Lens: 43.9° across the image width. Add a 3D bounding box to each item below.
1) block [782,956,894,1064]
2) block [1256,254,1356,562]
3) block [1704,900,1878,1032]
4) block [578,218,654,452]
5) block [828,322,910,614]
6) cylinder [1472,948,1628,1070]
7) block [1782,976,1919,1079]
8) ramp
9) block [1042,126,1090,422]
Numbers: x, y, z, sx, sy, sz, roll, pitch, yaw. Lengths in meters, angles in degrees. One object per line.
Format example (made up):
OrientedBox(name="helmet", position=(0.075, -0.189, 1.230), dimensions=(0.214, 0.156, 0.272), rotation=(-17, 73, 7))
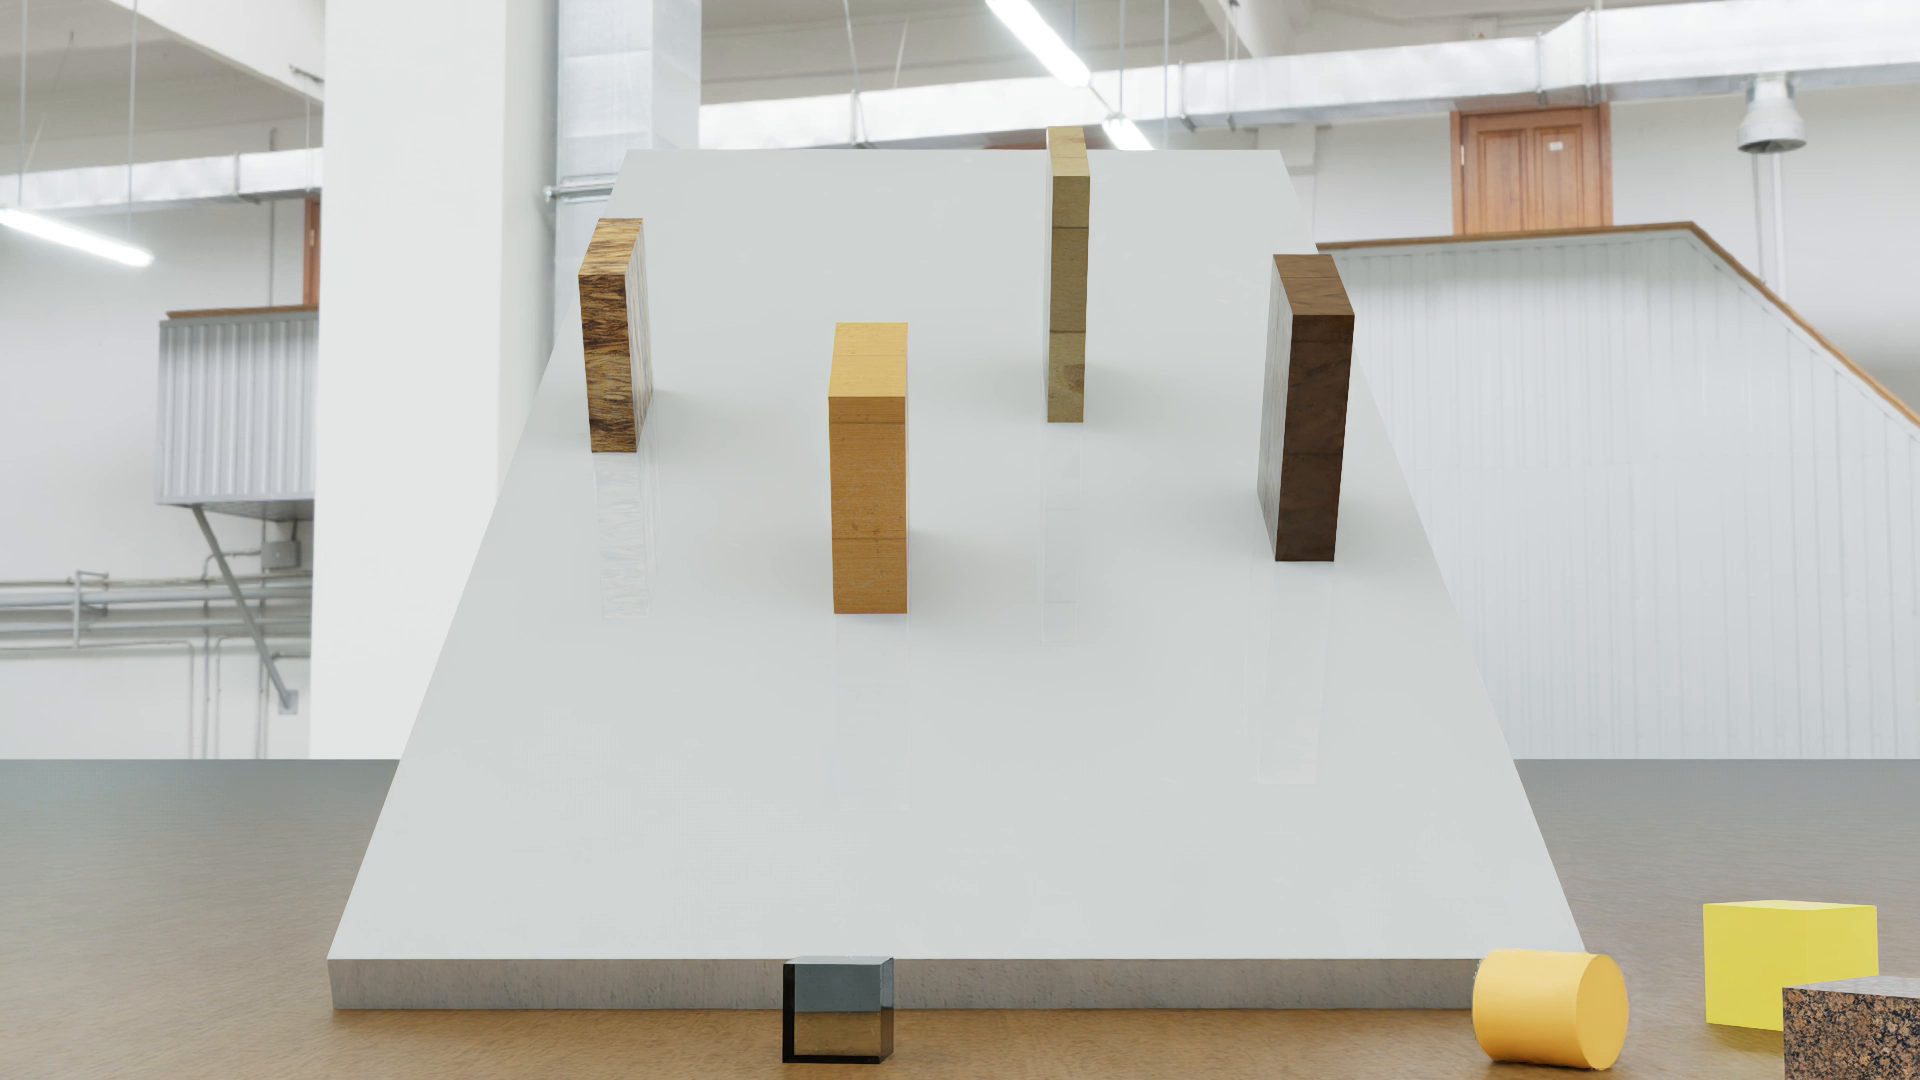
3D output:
OrientedBox(name="block", position=(-0.163, 0.632, 3.214), dimensions=(0.130, 0.130, 0.130), rotation=(-1, -5, 6))
OrientedBox(name="block", position=(0.716, -0.277, 4.972), dimensions=(0.123, 0.552, 0.333), rotation=(0, 28, 0))
OrientedBox(name="block", position=(1.259, 0.643, 3.610), dimensions=(0.179, 0.179, 0.179), rotation=(4, -6, -36))
OrientedBox(name="block", position=(-0.785, -0.472, 5.464), dimensions=(0.102, 0.431, 0.356), rotation=(0, 28, 0))
OrientedBox(name="block", position=(-0.179, -0.148, 4.806), dimensions=(0.146, 0.474, 0.366), rotation=(0, 28, 0))
OrientedBox(name="cylinder", position=(0.778, 0.617, 3.141), dimensions=(0.148, 0.148, 0.148), rotation=(-4, -7, 41))
OrientedBox(name="block", position=(0.916, 0.519, 2.257), dimensions=(0.186, 0.186, 0.186), rotation=(5, -7, -41))
OrientedBox(name="ramp", position=(-0.011, -0.224, 5.567), dimensions=(2.000, 0.100, 4.000), rotation=(0, 28, 0))
OrientedBox(name="block", position=(0.246, -0.623, 5.576), dimensions=(0.083, 0.601, 0.357), rotation=(0, 28, 0))
